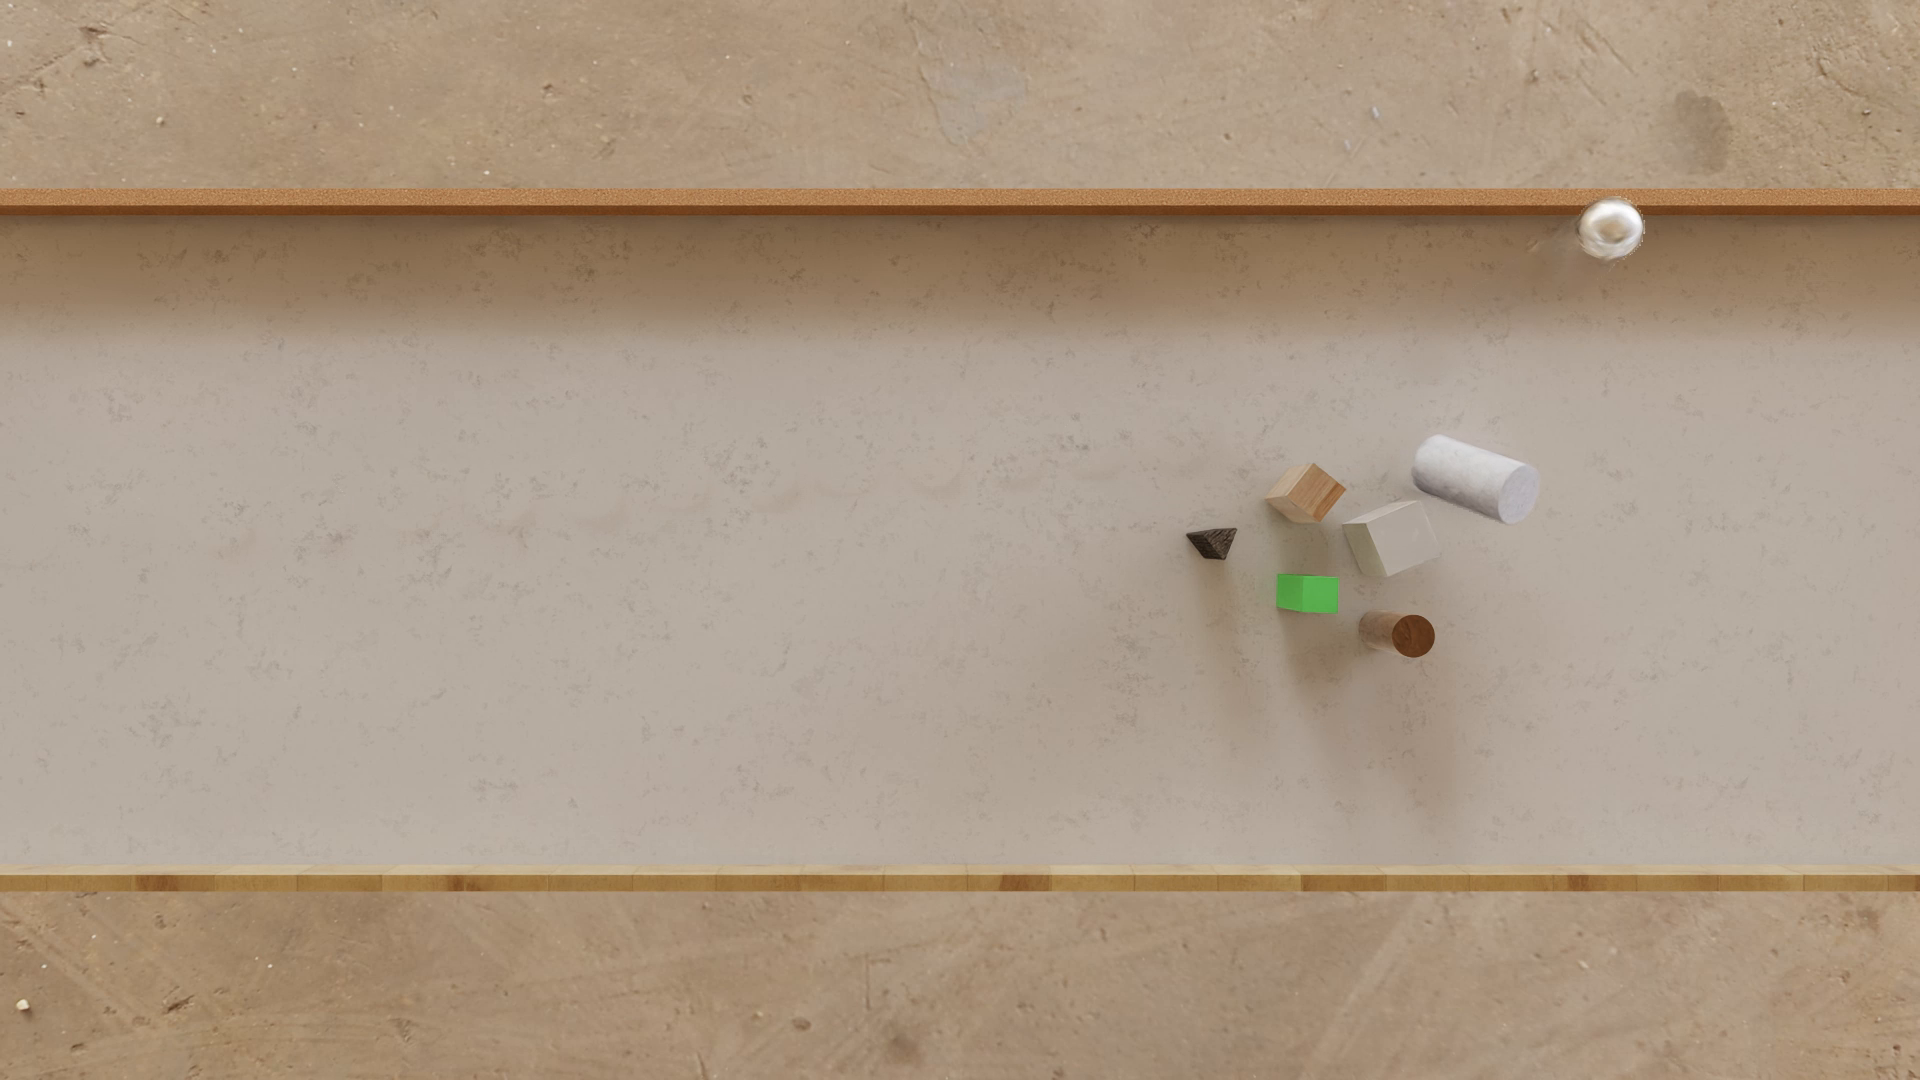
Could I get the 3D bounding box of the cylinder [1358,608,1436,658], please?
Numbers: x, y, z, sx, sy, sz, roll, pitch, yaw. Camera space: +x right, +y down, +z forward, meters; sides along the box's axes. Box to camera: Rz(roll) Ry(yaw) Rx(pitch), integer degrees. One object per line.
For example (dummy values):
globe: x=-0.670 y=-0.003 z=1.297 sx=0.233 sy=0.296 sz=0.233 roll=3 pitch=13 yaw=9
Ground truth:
cylinder: x=1.288 y=0.273 z=4.880 sx=0.123 sy=0.393 sz=0.123 roll=0 pitch=90 yaw=0

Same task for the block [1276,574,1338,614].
block: x=1.026 y=0.156 z=4.885 sx=0.101 sy=0.383 sz=0.101 roll=2 pitch=90 yaw=0

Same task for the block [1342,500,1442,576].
block: x=1.284 y=-0.004 z=4.925 sx=0.169 sy=0.303 sz=0.169 roll=-23 pitch=90 yaw=0

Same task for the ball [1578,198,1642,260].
ball: x=1.897 y=-0.906 z=4.814 sx=0.177 sy=0.177 sz=0.177 roll=0 pitch=90 yaw=0

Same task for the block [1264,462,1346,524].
block: x=1.021 y=-0.136 z=4.898 sx=0.122 sy=0.357 sz=0.122 roll=39 pitch=90 yaw=0

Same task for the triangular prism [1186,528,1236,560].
triangular prism: x=0.758 y=-0.007 z=4.894 sx=0.084 sy=0.366 sz=0.096 roll=-38 pitch=90 yaw=0

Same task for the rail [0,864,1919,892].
rail: x=-2.247 y=1.025 z=5.001 sx=12.000 sy=0.150 sz=0.050 roll=0 pitch=90 yaw=0

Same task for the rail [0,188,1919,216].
rail: x=-2.247 y=-1.025 z=5.002 sx=12.000 sy=0.150 sz=0.050 roll=0 pitch=90 yaw=0

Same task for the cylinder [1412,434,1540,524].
cylinder: x=1.527 y=-0.183 z=4.895 sx=0.180 sy=0.323 sz=0.180 roll=-14 pitch=116 yaw=-31
